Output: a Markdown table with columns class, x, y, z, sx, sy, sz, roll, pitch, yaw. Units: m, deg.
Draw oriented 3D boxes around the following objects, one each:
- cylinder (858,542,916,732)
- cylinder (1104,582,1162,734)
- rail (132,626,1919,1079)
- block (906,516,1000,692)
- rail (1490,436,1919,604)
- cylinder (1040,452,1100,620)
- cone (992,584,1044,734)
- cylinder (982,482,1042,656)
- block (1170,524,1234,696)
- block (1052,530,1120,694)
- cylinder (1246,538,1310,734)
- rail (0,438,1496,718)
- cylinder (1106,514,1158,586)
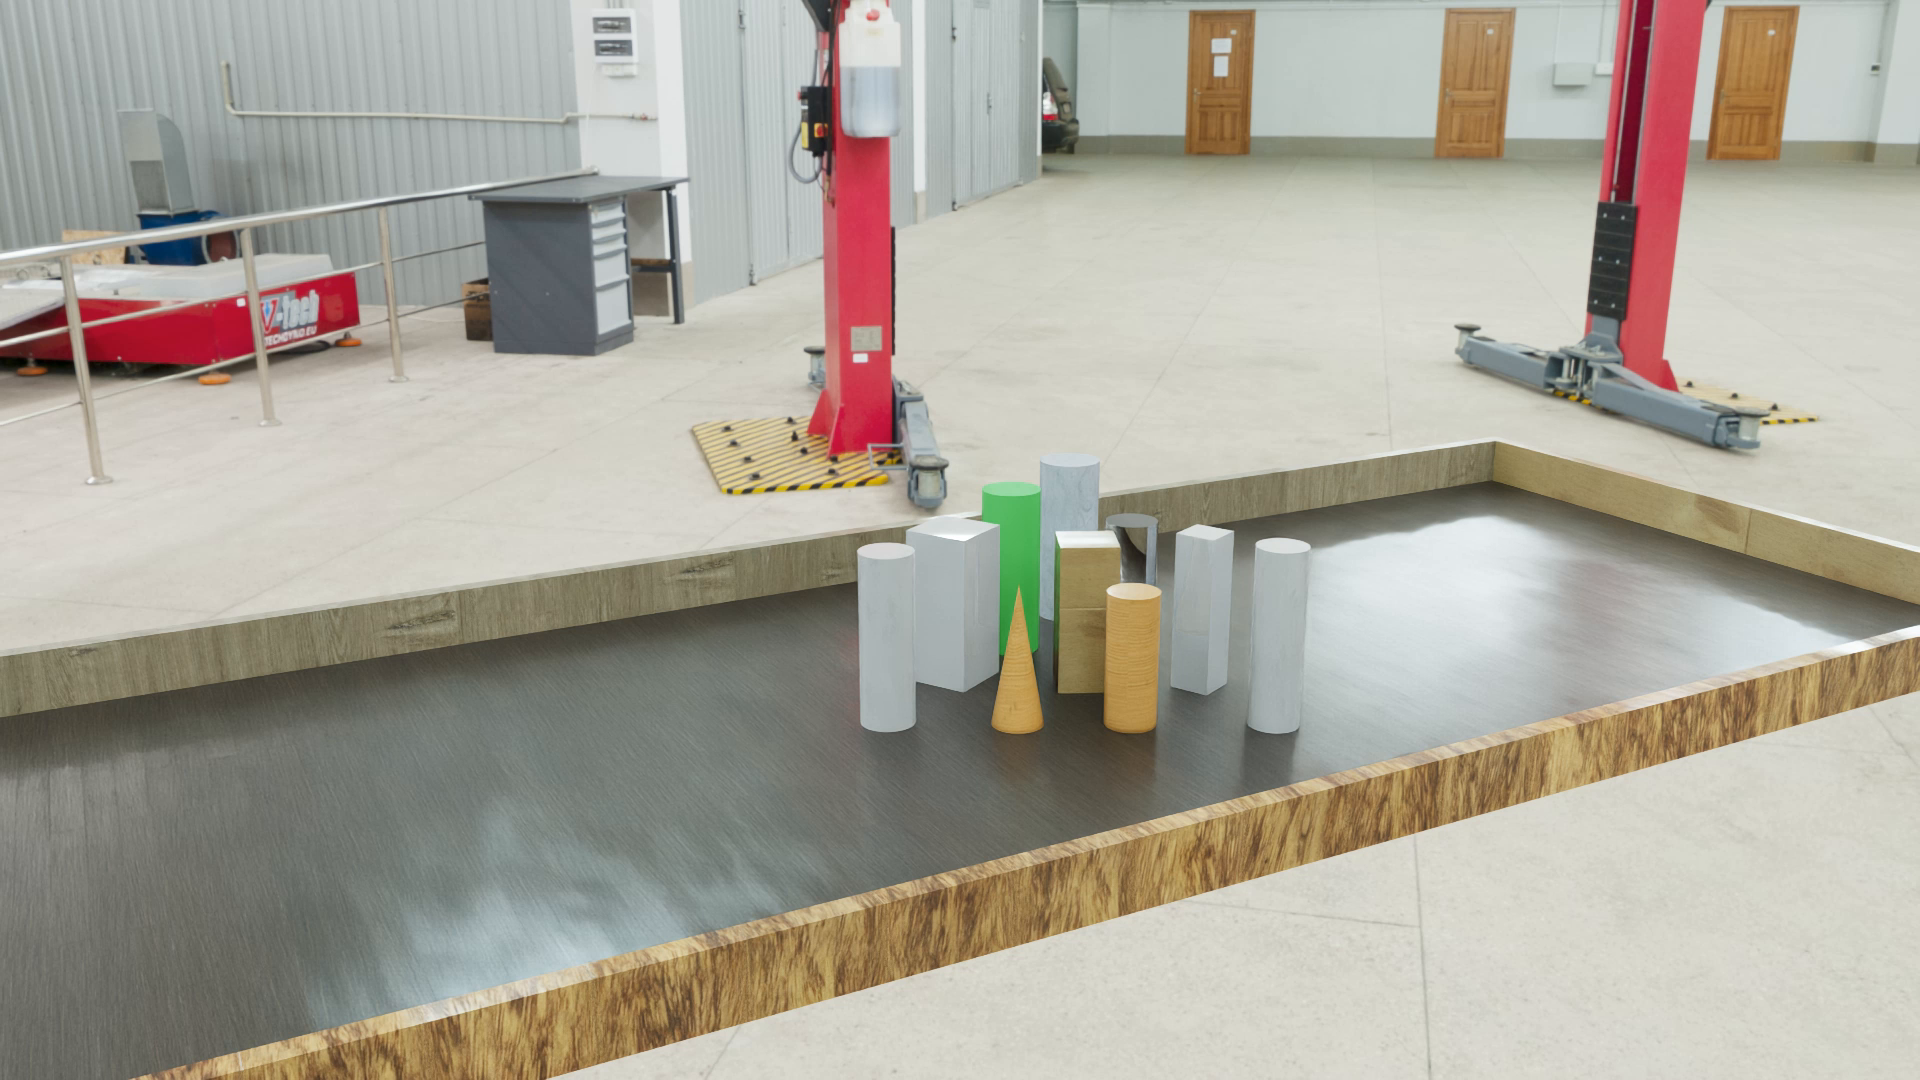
| class | x | y | z | sx | sy | sz | roll | pitch | yaw |
| --- | --- | --- | --- | --- | --- | --- | --- | --- | --- |
| cylinder | -0.170 | 0.226 | 3.838 | 0.132 | 0.421 | 0.132 | 0 | 16 | 0 |
| cylinder | 0.400 | 0.275 | 3.842 | 0.126 | 0.326 | 0.126 | 0 | 16 | 0 |
| rail | -2.336 | 1.006 | 1.665 | 12.000 | 0.150 | 0.050 | -9 | 18 | -27 |
| block | -0.017 | 0.157 | 4.129 | 0.169 | 0.390 | 0.169 | 10 | 19 | 31 |
| rail | 2.466 | -0.048 | 5.253 | 0.050 | 0.150 | 2.100 | -9 | 18 | -27 |
| cylinder | 0.302 | -0.008 | 4.595 | 0.165 | 0.444 | 0.165 | 0 | 16 | 0 |
| cone | 0.136 | 0.267 | 3.837 | 0.125 | 0.344 | 0.125 | 0 | 16 | 0 |
| cylinder | 0.134 | 0.075 | 4.334 | 0.153 | 0.432 | 0.153 | 0 | 16 | 0 |
| block | 0.596 | 0.172 | 4.067 | 0.103 | 0.397 | 0.103 | 12 | 20 | 36 |
| block | 0.311 | 0.178 | 4.087 | 0.145 | 0.374 | 0.145 | -1 | 16 | -2 |
| cylinder | 0.737 | 0.222 | 3.824 | 0.124 | 0.437 | 0.124 | 0 | 16 | 0 |
| rail | -3.305 | 0.497 | 3.399 | 12.000 | 0.150 | 0.050 | -9 | 18 | -27 |
| cylinder | 0.447 | 0.117 | 4.336 | 0.137 | 0.350 | 0.137 | 0 | 16 | 0 |
